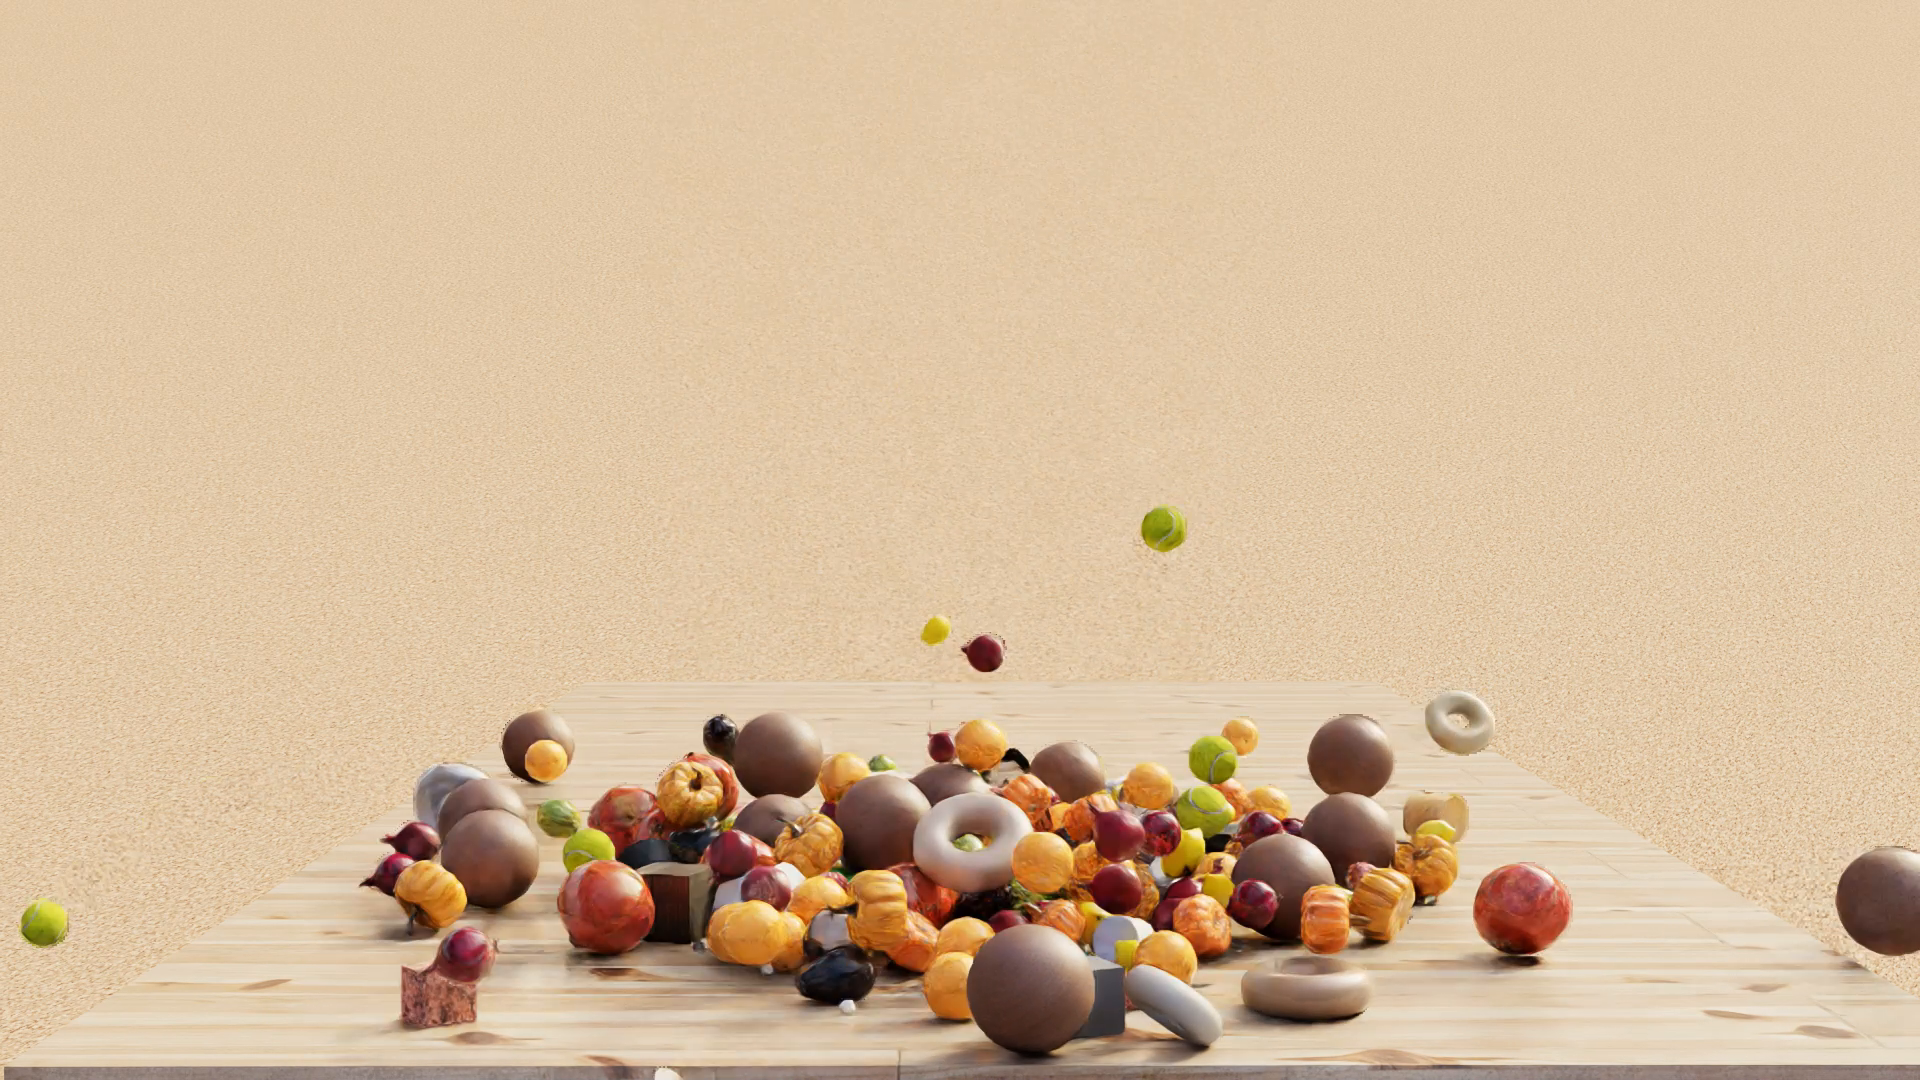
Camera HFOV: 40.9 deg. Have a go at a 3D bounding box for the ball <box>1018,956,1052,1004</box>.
[{"bbox_3d":[0.089,0.481,2.809,0.054,0.054,0.054,0,23,0],"label":"ball"}]

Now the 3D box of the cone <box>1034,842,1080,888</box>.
[{"bbox_3d":[0.125,0.429,3.432,0.063,0.063,0.063,5,-15,11],"label":"cone"}]

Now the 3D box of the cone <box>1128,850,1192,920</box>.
[{"bbox_3d":[0.257,0.430,3.297,0.082,0.082,0.082,2,51,5],"label":"cone"}]

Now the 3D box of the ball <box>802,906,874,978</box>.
[{"bbox_3d":[-0.139,0.461,2.952,0.081,0.081,0.081,0,23,0],"label":"ball"}]

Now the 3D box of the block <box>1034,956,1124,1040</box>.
[{"bbox_3d":[0.124,0.478,2.691,0.070,0.070,0.070,-1,2,-27],"label":"block"}]

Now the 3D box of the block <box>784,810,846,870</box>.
[{"bbox_3d":[-0.196,0.432,3.656,0.084,0.084,0.084,1,2,16],"label":"block"}]

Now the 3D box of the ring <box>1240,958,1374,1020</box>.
[{"bbox_3d":[0.375,0.485,2.787,0.144,0.048,0.144,-1,2,0],"label":"ring"}]

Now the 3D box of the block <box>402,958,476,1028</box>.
[{"bbox_3d":[-0.554,0.482,2.739,0.057,0.057,0.057,-2,3,-39],"label":"block"}]

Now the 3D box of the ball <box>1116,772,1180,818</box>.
[{"bbox_3d":[0.294,0.410,4.007,0.100,0.100,0.100,0,23,0],"label":"ball"}]

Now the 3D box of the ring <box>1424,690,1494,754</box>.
[{"bbox_3d":[0.743,0.271,3.836,0.104,0.035,0.104,3,55,-5],"label":"ring"}]

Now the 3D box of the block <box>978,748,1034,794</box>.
[{"bbox_3d":[0.075,0.390,4.236,0.064,0.064,0.064,-7,29,-26],"label":"block"}]

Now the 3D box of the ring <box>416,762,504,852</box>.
[{"bbox_3d":[-0.739,0.396,3.803,0.142,0.142,0.047,8,17,18],"label":"ring"}]

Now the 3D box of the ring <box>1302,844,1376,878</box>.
[{"bbox_3d":[0.539,0.457,3.657,0.105,0.035,0.105,-1,3,0],"label":"ring"}]

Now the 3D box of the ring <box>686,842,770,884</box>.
[{"bbox_3d":[-0.326,0.454,3.623,0.120,0.040,0.120,-3,7,0],"label":"ring"}]

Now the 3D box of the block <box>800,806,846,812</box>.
[{"bbox_3d":[-0.204,0.437,3.914,0.055,0.055,0.055,2,3,41],"label":"block"}]

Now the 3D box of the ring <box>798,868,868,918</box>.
[{"bbox_3d":[-0.193,0.461,3.371,0.149,0.050,0.149,0,2,0],"label":"ring"}]

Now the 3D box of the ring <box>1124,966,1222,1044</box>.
[{"bbox_3d":[0.217,0.473,2.621,0.112,0.112,0.037,23,71,42],"label":"ring"}]

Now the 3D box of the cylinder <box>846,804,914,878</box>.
[{"bbox_3d":[-0.112,0.420,3.588,0.095,0.095,0.095,0,-10,0],"label":"cylinder"}]

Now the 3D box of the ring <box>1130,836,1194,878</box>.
[{"bbox_3d":[0.266,0.418,3.397,0.092,0.031,0.092,24,-3,1],"label":"ring"}]

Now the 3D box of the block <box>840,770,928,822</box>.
[{"bbox_3d":[-0.117,0.413,3.973,0.097,0.097,0.097,-2,3,-33],"label":"block"}]

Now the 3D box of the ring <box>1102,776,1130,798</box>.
[{"bbox_3d":[0.291,0.428,4.440,0.093,0.031,0.093,-1,2,0],"label":"ring"}]

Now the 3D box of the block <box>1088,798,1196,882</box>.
[{"bbox_3d":[0.250,0.419,3.533,0.096,0.096,0.096,18,-4,-20],"label":"block"}]

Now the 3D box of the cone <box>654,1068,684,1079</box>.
[{"bbox_3d":[-0.290,0.545,2.444,0.062,0.062,0.062,-39,16,17],"label":"cone"}]

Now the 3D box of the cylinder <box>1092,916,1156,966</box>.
[{"bbox_3d":[0.191,0.466,2.992,0.057,0.057,0.057,12,-4,26],"label":"cylinder"}]

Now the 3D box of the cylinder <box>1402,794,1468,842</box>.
[{"bbox_3d":[0.728,0.426,3.946,0.071,0.071,0.071,-21,12,-39],"label":"cylinder"}]

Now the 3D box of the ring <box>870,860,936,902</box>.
[{"bbox_3d":[-0.076,0.458,3.462,0.090,0.030,0.090,-3,20,1],"label":"ring"}]

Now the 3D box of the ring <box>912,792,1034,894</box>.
[{"bbox_3d":[0.016,0.362,3.080,0.148,0.049,0.148,-4,39,3],"label":"ring"}]

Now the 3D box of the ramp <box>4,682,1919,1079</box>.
[{"bbox_3d":[0.054,0.489,4.541,2.000,0.100,4.000,0,2,0],"label":"ramp"}]

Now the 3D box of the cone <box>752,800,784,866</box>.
[{"bbox_3d":[-0.273,0.424,3.760,0.092,0.092,0.092,0,2,0],"label":"cone"}]

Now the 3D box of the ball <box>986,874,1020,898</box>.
[{"bbox_3d":[0.053,0.454,3.465,0.055,0.055,0.055,0,23,0],"label":"ball"}]

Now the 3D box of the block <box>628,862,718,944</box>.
[{"bbox_3d":[-0.357,0.451,3.200,0.084,0.084,0.084,1,2,19],"label":"block"}]

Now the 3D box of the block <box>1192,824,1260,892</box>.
[{"bbox_3d":[0.366,0.438,3.555,0.079,0.079,0.079,0,2,-6],"label":"block"}]

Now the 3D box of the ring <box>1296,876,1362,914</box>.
[{"bbox_3d":[0.480,0.462,3.351,0.091,0.030,0.091,19,-3,1],"label":"ring"}]

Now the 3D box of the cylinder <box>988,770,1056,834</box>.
[{"bbox_3d":[0.077,0.401,3.792,0.091,0.091,0.091,-39,35,-11],"label":"cylinder"}]

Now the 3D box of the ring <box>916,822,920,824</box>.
[{"bbox_3d":[-0.059,0.448,3.884,0.103,0.034,0.103,-1,3,0],"label":"ring"}]

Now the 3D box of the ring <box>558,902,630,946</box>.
[{"bbox_3d":[-0.451,0.482,3.176,0.091,0.030,0.091,-3,31,2],"label":"ring"}]

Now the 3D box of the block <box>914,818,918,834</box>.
[{"bbox_3d":[-0.093,0.440,3.767,0.059,0.059,0.059,0,2,-3],"label":"block"}]

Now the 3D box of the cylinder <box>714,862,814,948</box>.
[{"bbox_3d":[-0.237,0.442,3.108,0.085,0.085,0.085,-21,12,29],"label":"cylinder"}]
